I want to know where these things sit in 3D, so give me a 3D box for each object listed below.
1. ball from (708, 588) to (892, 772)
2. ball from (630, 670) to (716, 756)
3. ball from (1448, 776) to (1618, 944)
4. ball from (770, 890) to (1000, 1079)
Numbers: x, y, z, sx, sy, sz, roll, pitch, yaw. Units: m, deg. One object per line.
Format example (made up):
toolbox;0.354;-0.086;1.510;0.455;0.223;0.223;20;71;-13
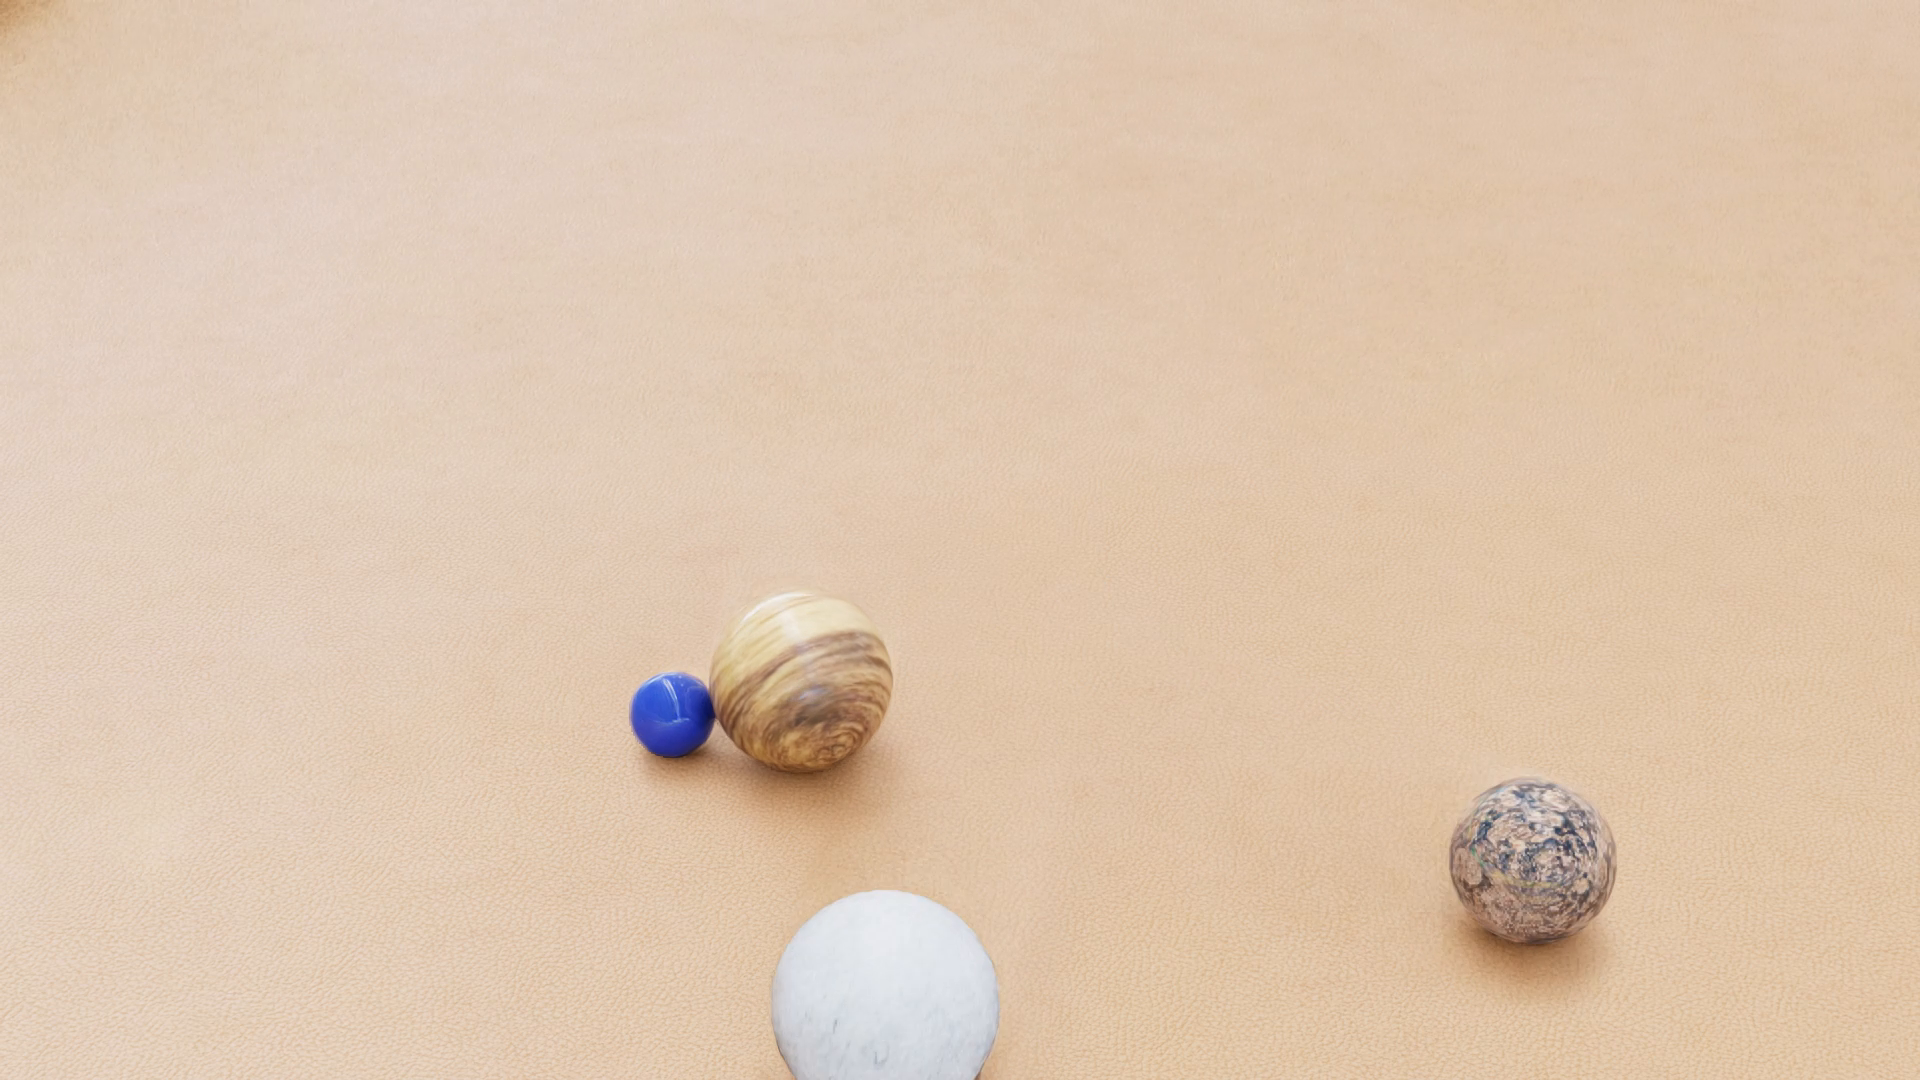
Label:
ball;-0.079;0.070;1.466;0.092;0.092;0.092;0;30;0
ball;-0.145;0.087;1.484;0.043;0.043;0.043;0;30;0
ball;0.263;0.147;1.350;0.077;0.077;0.077;0;30;0
ball;-0.032;0.197;1.244;0.097;0.097;0.097;0;30;0
